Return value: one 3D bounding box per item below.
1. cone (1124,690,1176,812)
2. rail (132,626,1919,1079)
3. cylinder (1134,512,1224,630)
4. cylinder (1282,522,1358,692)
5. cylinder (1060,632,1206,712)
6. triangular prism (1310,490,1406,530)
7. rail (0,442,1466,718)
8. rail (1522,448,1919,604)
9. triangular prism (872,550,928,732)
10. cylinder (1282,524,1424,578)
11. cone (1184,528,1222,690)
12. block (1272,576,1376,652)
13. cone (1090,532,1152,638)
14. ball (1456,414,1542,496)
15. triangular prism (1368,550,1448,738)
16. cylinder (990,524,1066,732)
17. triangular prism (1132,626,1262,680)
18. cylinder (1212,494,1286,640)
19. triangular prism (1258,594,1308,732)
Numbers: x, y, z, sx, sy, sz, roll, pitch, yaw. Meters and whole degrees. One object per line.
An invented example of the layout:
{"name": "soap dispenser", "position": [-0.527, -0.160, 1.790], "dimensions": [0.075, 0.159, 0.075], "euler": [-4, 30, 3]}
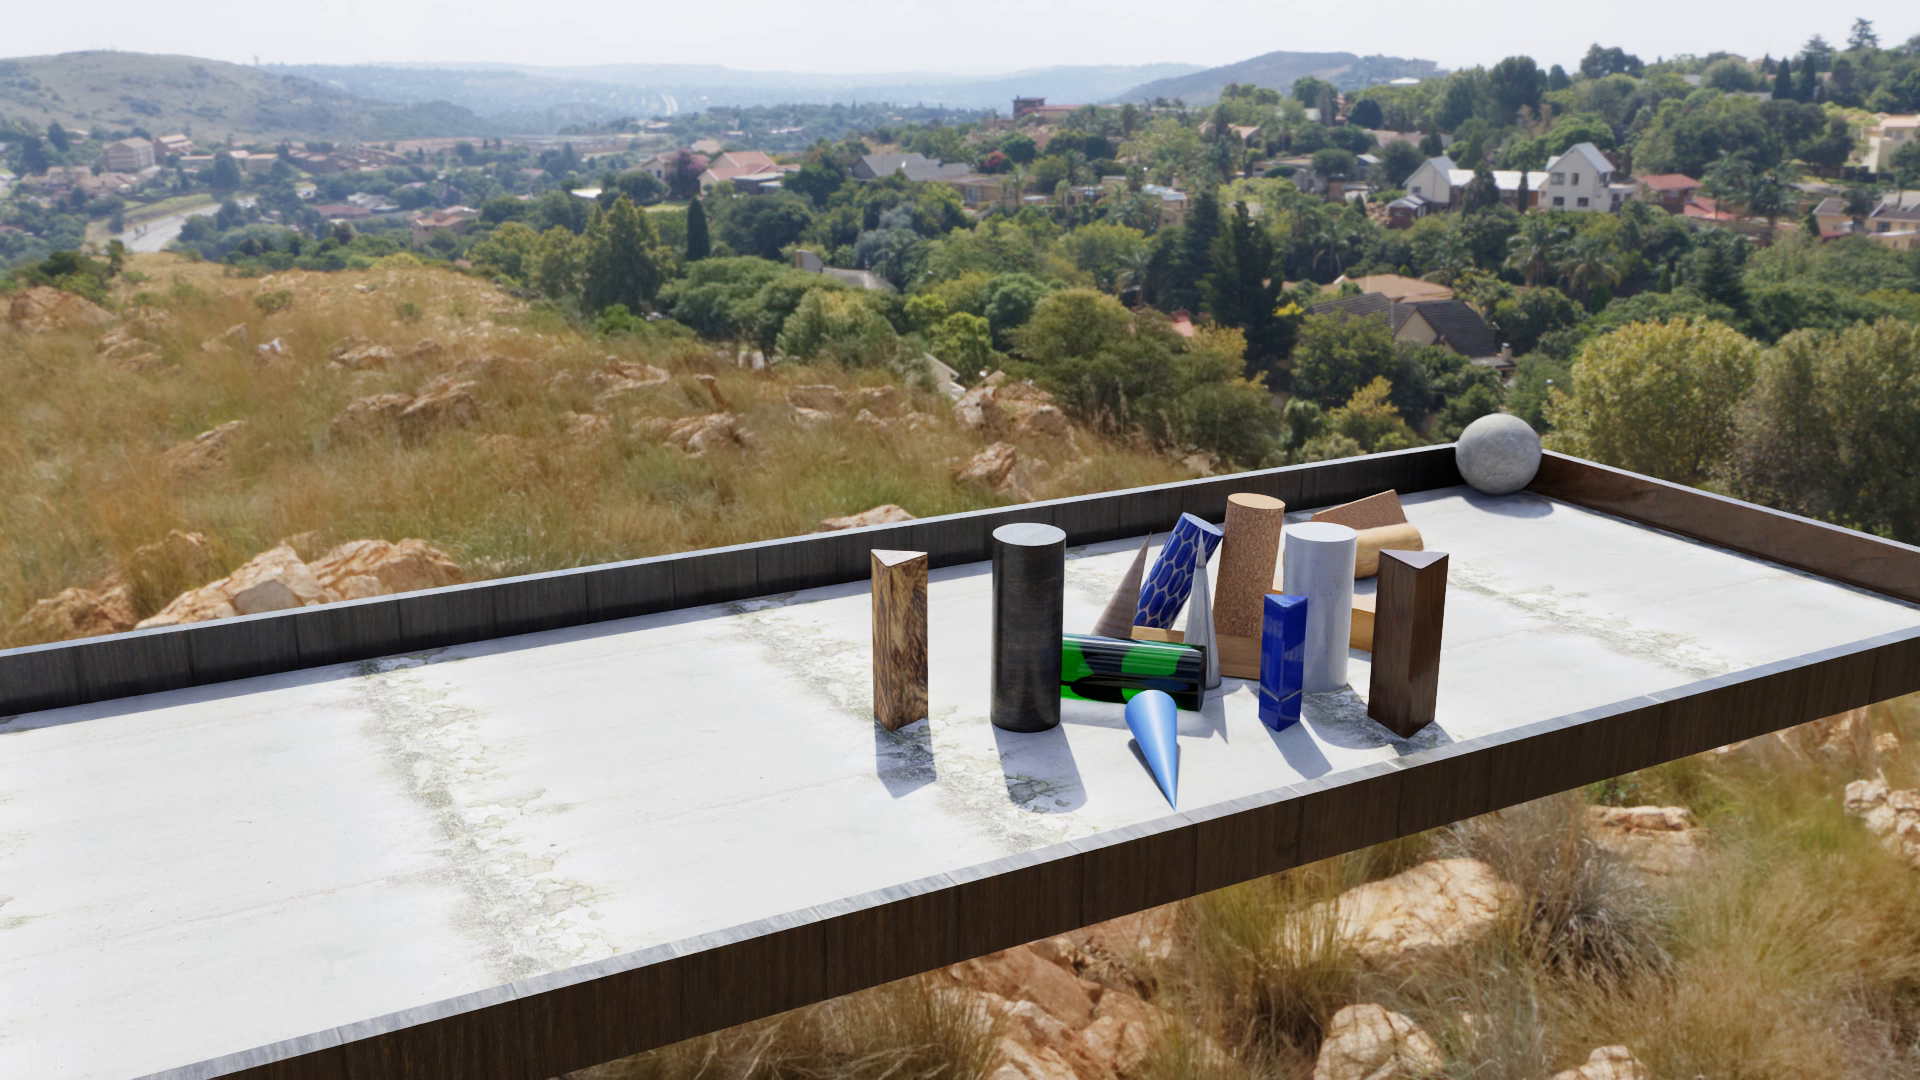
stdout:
{"name": "cone", "position": [0.443, 0.482, 3.607], "dimensions": [0.121, 0.121, 0.401], "euler": [0, 25, -1]}
{"name": "rail", "position": [-2.336, 1.006, 1.665], "dimensions": [12.000, 0.150, 0.050], "euler": [-9, 18, -27]}
{"name": "cylinder", "position": [0.560, 0.106, 4.353], "dimensions": [0.122, 0.342, 0.122], "euler": [25, 15, -7]}
{"name": "cylinder", "position": [0.887, 0.166, 4.100], "dimensions": [0.172, 0.389, 0.172], "euler": [0, 16, 0]}
{"name": "cylinder", "position": [0.370, 0.315, 4.001], "dimensions": [0.435, 0.160, 0.160], "euler": [5, 17, 15]}
{"name": "triangular prism", "position": [1.275, -0.064, 5.331], "dimensions": [0.439, 0.128, 0.148], "euler": [-15, 22, -41]}
{"name": "rail", "position": [-3.305, 0.497, 3.399], "dimensions": [12.000, 0.150, 0.050], "euler": [-9, 18, -27]}
{"name": "rail", "position": [2.466, -0.048, 5.253], "dimensions": [0.050, 0.150, 2.100], "euler": [-9, 18, -27]}
{"name": "triangular prism", "position": [-0.163, 0.227, 3.864], "dimensions": [0.115, 0.404, 0.133], "euler": [14, 21, 39]}
{"name": "cylinder", "position": [1.182, 0.045, 4.948], "dimensions": [0.417, 0.143, 0.143], "euler": [-8, 18, -25]}
{"name": "cone", "position": [0.593, 0.160, 4.067], "dimensions": [0.110, 0.412, 0.110], "euler": [-2, 19, 1]}
{"name": "block", "position": [0.969, 0.195, 4.495], "dimensions": [0.415, 0.111, 0.111], "euler": [14, 21, 39]}
{"name": "cone", "position": [0.417, 0.149, 4.156], "dimensions": [0.129, 0.369, 0.129], "euler": [20, 4, -1]}
{"name": "ball", "position": [1.915, -0.304, 5.872], "dimensions": [0.292, 0.292, 0.292], "euler": [0, 16, 0]}
{"name": "triangular prism", "position": [1.024, 0.232, 3.837], "dimensions": [0.133, 0.411, 0.154], "euler": [13, 21, 38]}
{"name": "cylinder", "position": [0.156, 0.204, 3.837], "dimensions": [0.167, 0.459, 0.167], "euler": [0, 18, 0]}
{"name": "triangular prism", "position": [0.600, 0.280, 4.234], "dimensions": [0.427, 0.090, 0.104], "euler": [5, 17, 17]}
{"name": "cylinder", "position": [0.754, 0.086, 4.345], "dimensions": [0.147, 0.393, 0.147], "euler": [5, 17, -1]}
{"name": "triangular prism", "position": [0.741, 0.281, 3.853], "dimensions": [0.084, 0.307, 0.096], "euler": [14, 21, 40]}
